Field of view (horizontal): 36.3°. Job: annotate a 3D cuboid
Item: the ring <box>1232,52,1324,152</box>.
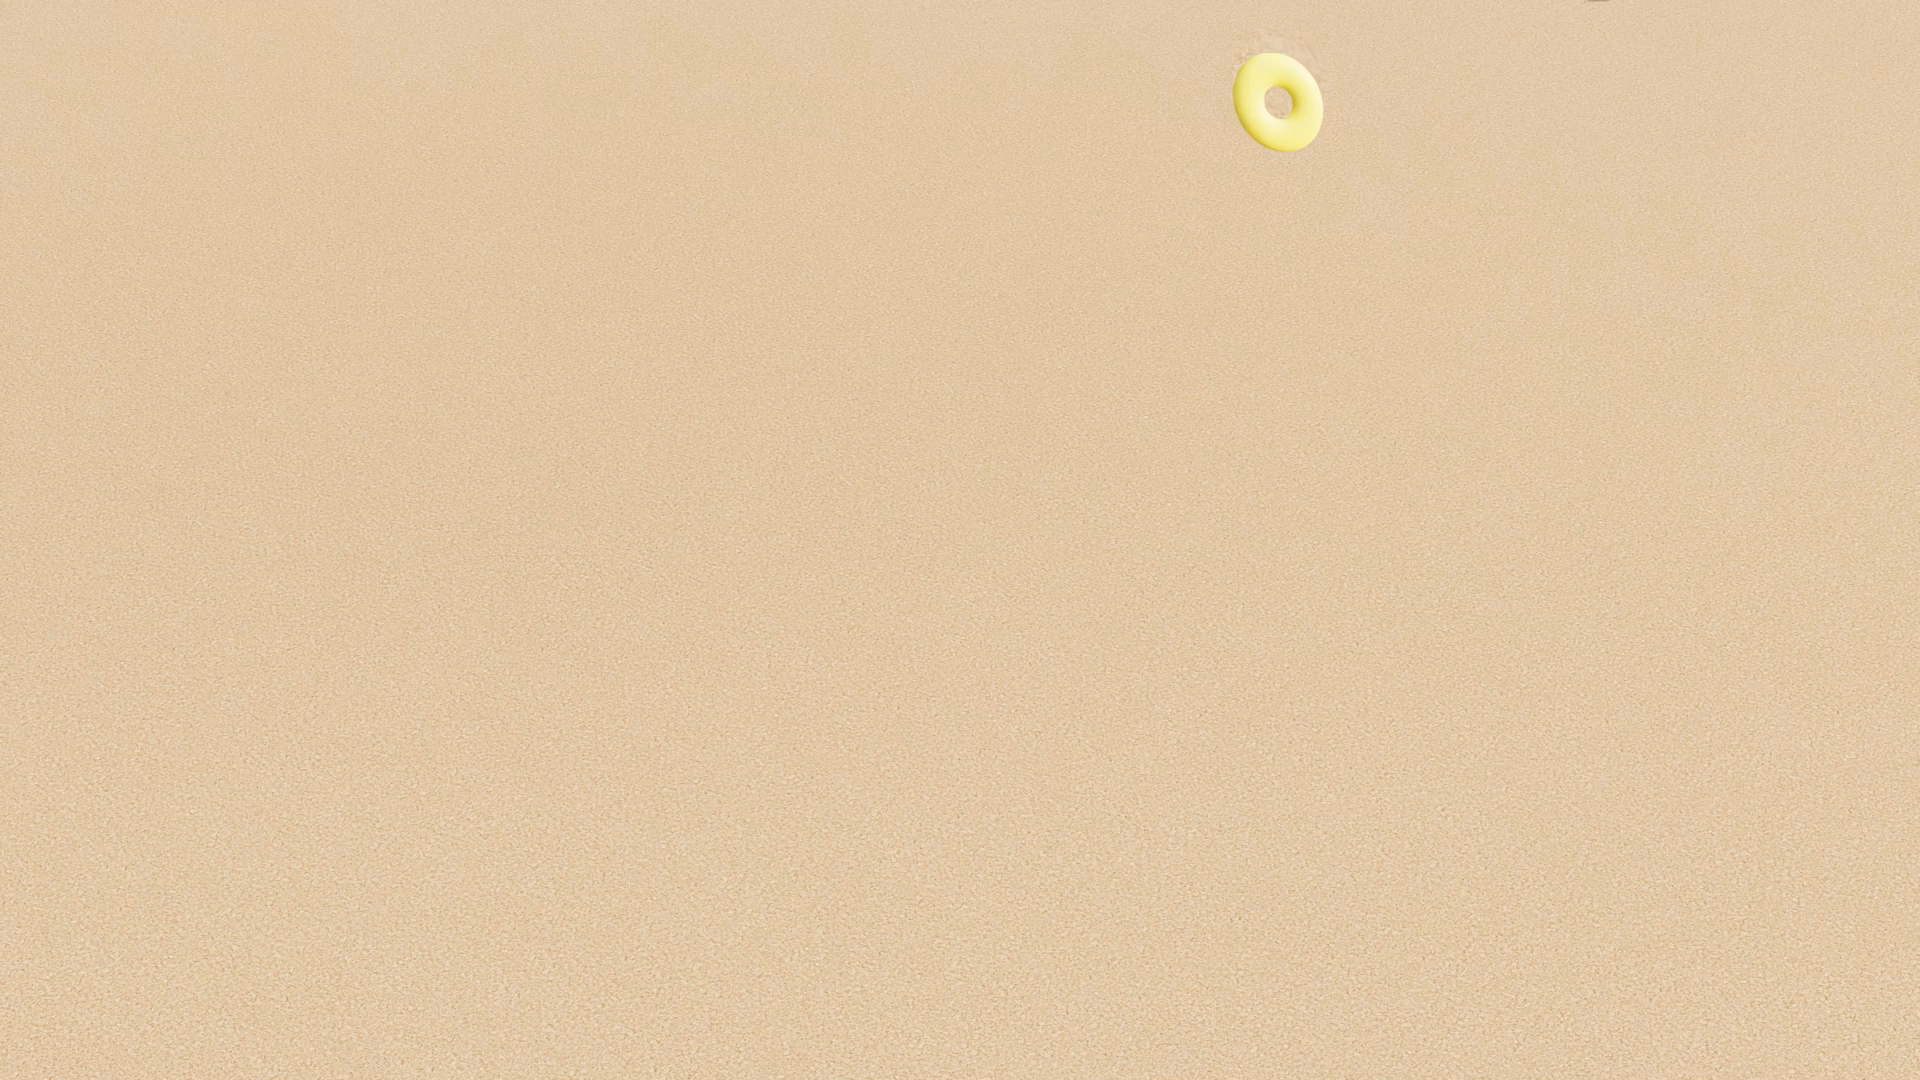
[{"bbox_3d":[1.024,-1.407,9.431,0.277,0.358,0.044,-43,25,1],"label":"ring"}]
